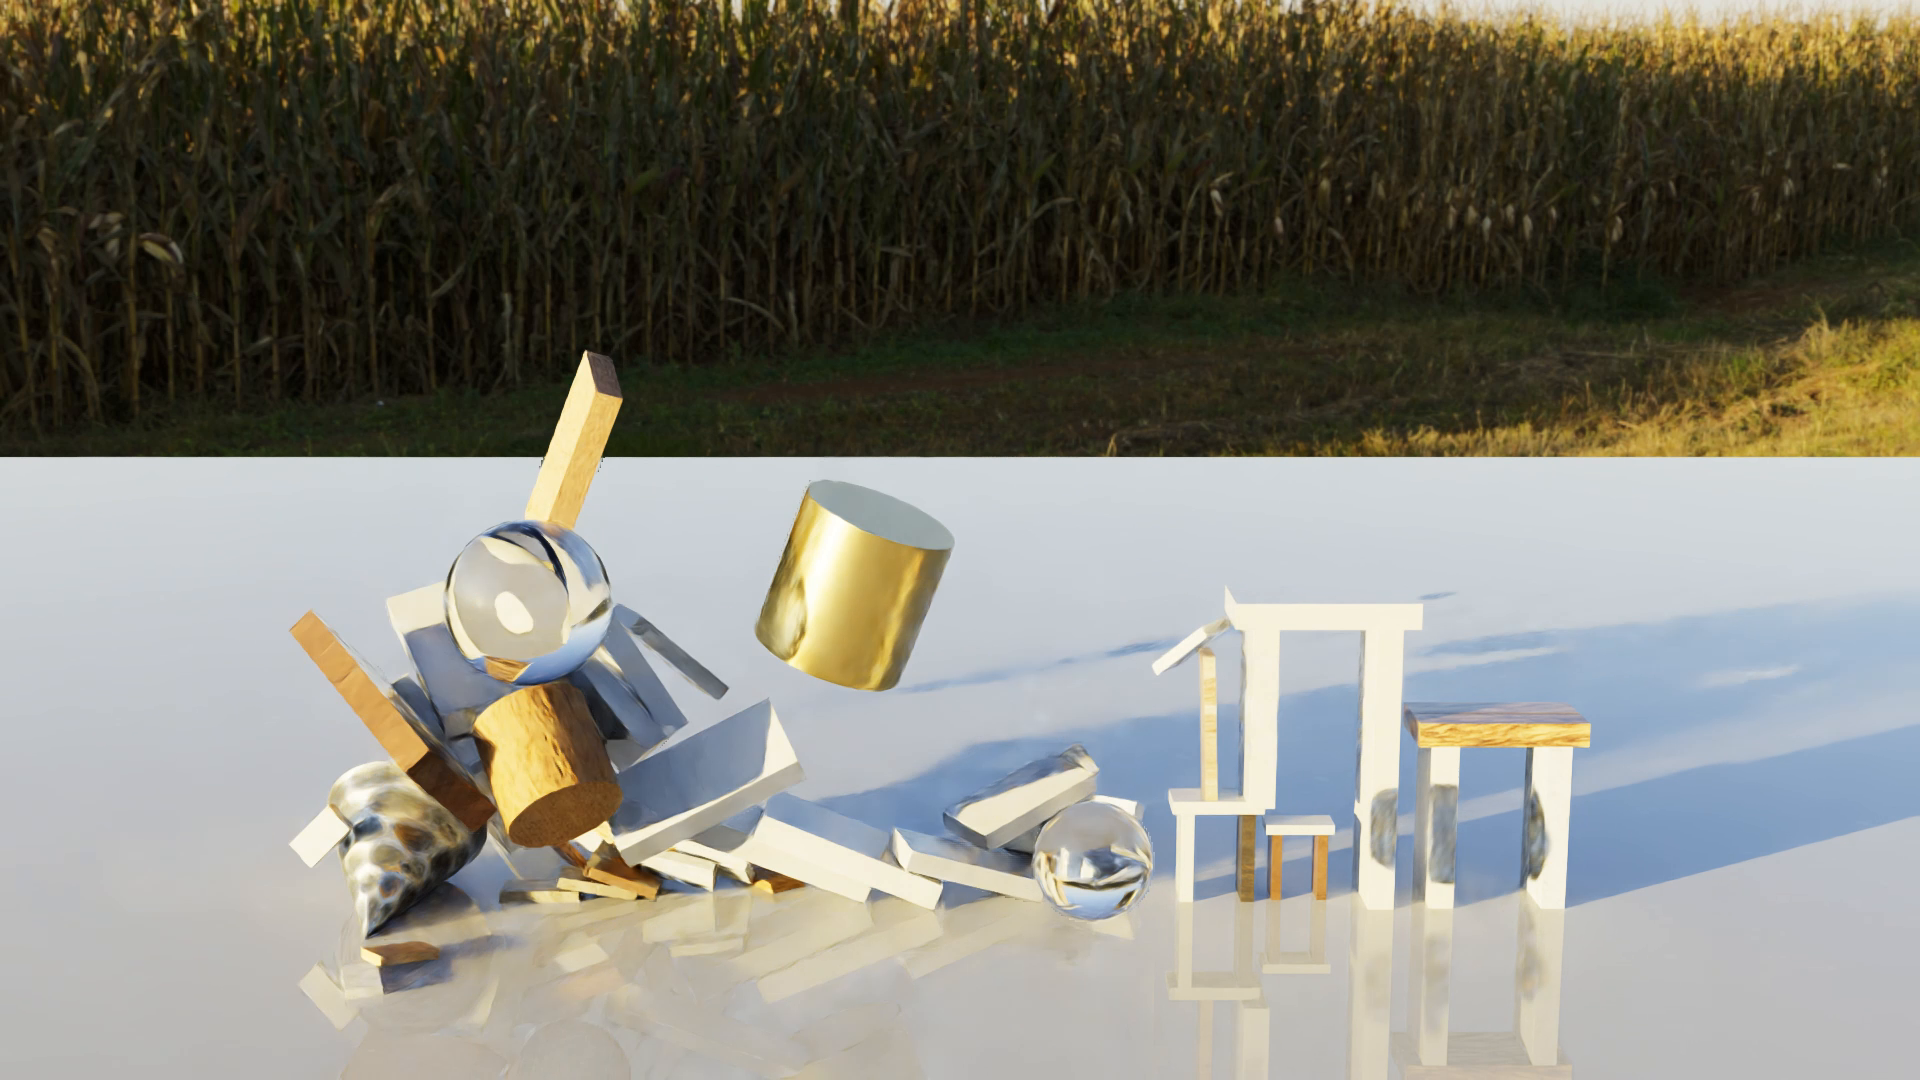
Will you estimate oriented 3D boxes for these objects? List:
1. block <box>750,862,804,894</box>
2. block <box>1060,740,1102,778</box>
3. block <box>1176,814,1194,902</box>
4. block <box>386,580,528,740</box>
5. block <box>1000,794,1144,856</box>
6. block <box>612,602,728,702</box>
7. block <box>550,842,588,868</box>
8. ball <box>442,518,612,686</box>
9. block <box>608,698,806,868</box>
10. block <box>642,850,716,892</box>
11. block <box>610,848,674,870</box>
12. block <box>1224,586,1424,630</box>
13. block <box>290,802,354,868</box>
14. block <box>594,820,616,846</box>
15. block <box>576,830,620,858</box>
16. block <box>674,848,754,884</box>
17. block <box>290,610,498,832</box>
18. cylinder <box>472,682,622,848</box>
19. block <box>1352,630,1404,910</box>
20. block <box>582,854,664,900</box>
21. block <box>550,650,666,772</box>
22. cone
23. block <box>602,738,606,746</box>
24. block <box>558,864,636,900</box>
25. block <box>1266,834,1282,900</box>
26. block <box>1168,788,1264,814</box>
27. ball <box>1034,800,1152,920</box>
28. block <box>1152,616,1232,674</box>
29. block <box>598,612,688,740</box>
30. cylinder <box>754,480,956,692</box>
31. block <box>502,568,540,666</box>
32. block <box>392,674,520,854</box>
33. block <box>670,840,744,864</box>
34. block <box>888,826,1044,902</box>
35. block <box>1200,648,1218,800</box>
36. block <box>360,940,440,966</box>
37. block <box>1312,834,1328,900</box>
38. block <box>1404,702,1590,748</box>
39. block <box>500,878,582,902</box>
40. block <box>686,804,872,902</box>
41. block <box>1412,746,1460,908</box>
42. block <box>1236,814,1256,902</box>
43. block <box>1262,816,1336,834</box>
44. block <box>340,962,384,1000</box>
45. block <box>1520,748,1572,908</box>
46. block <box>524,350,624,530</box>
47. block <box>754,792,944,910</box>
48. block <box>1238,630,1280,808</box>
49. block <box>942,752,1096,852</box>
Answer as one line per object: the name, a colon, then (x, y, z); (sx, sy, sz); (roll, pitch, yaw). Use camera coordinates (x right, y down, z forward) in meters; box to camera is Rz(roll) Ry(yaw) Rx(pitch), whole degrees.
block: (-0.326, 0.569, 3.733); (0.063, 0.018, 0.127); (-8, 13, -36)
block: (0.201, 0.406, 3.881); (0.019, 0.068, 0.136); (-30, -11, -25)
block: (0.374, 0.517, 3.653); (0.021, 0.150, 0.075); (0, 11, 0)
block: (-0.851, 0.191, 3.786); (0.178, 0.050, 0.355); (-18, 39, -20)
block: (0.193, 0.498, 3.823); (0.243, 0.121, 0.034); (7, -14, 32)
block: (-0.512, 0.197, 3.864); (0.220, 0.031, 0.110); (43, -12, -29)
block: (-0.686, 0.502, 3.707); (0.018, 0.130, 0.065); (-49, 21, -20)
ball: (-0.700, 0.101, 3.565); (0.271, 0.271, 0.271); (0, 11, 0)
block: (-0.421, 0.391, 3.560); (0.316, 0.045, 0.158); (-27, 43, -5)
block: (-0.468, 0.546, 3.662); (0.125, 0.063, 0.018); (13, 49, 6)
block: (-0.533, 0.541, 3.721); (0.125, 0.018, 0.063); (-14, -21, -3)
block: (0.588, 0.109, 3.577); (0.297, 0.042, 0.149); (0, 11, 0)
block: (-1.026, 0.476, 3.536); (0.105, 0.053, 0.015); (-43, -2, 20)
block: (-0.639, 0.424, 3.704); (0.277, 0.039, 0.137); (34, 3, 24)
block: (-0.683, 0.450, 3.748); (0.274, 0.039, 0.137); (34, -5, 22)
block: (-0.411, 0.541, 3.678); (0.127, 0.018, 0.063); (12, -26, 12)
block: (-0.922, 0.286, 3.553); (0.050, 0.178, 0.503); (-45, 43, -9)
cylinder: (-0.645, 0.352, 3.438); (0.184, 0.184, 0.184); (-7, 56, -33)
block: (0.687, 0.360, 3.624); (0.042, 0.469, 0.149); (0, 11, 0)
block: (-0.559, 0.559, 3.651); (0.125, 0.018, 0.063); (19, 10, -1)
block: (-0.652, 0.244, 3.824); (0.048, 0.336, 0.168); (-37, -2, -29)
cone: (-0.930, 0.548, 3.566); (0.269, 0.269, 0.269); (1, 37, 3)
block: (-0.763, 0.305, 3.822); (0.274, 0.039, 0.137); (22, -5, 21)
block: (-0.601, 0.570, 3.656); (0.130, 0.018, 0.065); (11, 9, -8)
block: (0.523, 0.535, 3.656); (0.016, 0.113, 0.056); (0, 11, 0)
block: (0.424, 0.432, 3.637); (0.150, 0.021, 0.075); (0, 11, 0)
ball: (0.192, 0.463, 3.180); (0.172, 0.172, 0.172); (0, 11, 0)
block: (0.382, 0.175, 3.630); (0.068, 0.019, 0.136); (-20, -17, -45)
block: (-0.614, 0.202, 3.822); (0.048, 0.336, 0.168); (-37, 9, -29)
cylinder: (-0.182, 0.077, 3.806); (0.271, 0.271, 0.271); (20, 16, -6)
block: (-0.918, 0.213, 4.542); (0.031, 0.303, 0.110); (-17, -43, 34)
block: (-0.858, 0.378, 3.751); (0.050, 0.178, 0.356); (-34, 39, -23)
block: (-0.416, 0.508, 3.656); (0.127, 0.018, 0.063); (12, 8, 8)
block: (0.012, 0.537, 3.643); (0.243, 0.034, 0.122); (16, 7, -19)
block: (0.408, 0.302, 3.614); (0.019, 0.242, 0.068); (-2, 10, 0)
block: (-0.854, 0.631, 3.359); (0.053, 0.015, 0.105); (9, 5, 42)
block: (0.598, 0.535, 3.656); (0.016, 0.113, 0.056); (0, 11, 0)
block: (0.879, 0.303, 3.612); (0.274, 0.039, 0.137); (0, 11, 0)
block: (-0.695, 0.583, 3.658); (0.130, 0.018, 0.065); (0, 11, -2)
block: (-0.301, 0.505, 3.672); (0.316, 0.045, 0.158); (21, 10, -9)
block: (0.788, 0.456, 3.641); (0.039, 0.274, 0.137); (0, 11, 0)
block: (0.474, 0.517, 3.652); (0.021, 0.150, 0.075); (0, 11, 0)
block: (0.560, 0.472, 3.644); (0.112, 0.016, 0.056); (0, 11, 0)
block: (-0.892, 0.655, 3.276); (0.053, 0.015, 0.105); (-4, 11, -19)
block: (0.970, 0.456, 3.641); (0.039, 0.274, 0.137); (0, 11, 0)
block: (-0.672, -0.141, 3.808); (0.048, 0.336, 0.168); (15, 24, -24)
block: (-0.181, 0.511, 3.650); (0.316, 0.045, 0.158); (22, 10, -4)
block: (0.489, 0.276, 3.608); (0.042, 0.297, 0.148); (0, 11, 0)
block: (0.103, 0.449, 3.786); (0.243, 0.034, 0.122); (-26, 29, -31)
